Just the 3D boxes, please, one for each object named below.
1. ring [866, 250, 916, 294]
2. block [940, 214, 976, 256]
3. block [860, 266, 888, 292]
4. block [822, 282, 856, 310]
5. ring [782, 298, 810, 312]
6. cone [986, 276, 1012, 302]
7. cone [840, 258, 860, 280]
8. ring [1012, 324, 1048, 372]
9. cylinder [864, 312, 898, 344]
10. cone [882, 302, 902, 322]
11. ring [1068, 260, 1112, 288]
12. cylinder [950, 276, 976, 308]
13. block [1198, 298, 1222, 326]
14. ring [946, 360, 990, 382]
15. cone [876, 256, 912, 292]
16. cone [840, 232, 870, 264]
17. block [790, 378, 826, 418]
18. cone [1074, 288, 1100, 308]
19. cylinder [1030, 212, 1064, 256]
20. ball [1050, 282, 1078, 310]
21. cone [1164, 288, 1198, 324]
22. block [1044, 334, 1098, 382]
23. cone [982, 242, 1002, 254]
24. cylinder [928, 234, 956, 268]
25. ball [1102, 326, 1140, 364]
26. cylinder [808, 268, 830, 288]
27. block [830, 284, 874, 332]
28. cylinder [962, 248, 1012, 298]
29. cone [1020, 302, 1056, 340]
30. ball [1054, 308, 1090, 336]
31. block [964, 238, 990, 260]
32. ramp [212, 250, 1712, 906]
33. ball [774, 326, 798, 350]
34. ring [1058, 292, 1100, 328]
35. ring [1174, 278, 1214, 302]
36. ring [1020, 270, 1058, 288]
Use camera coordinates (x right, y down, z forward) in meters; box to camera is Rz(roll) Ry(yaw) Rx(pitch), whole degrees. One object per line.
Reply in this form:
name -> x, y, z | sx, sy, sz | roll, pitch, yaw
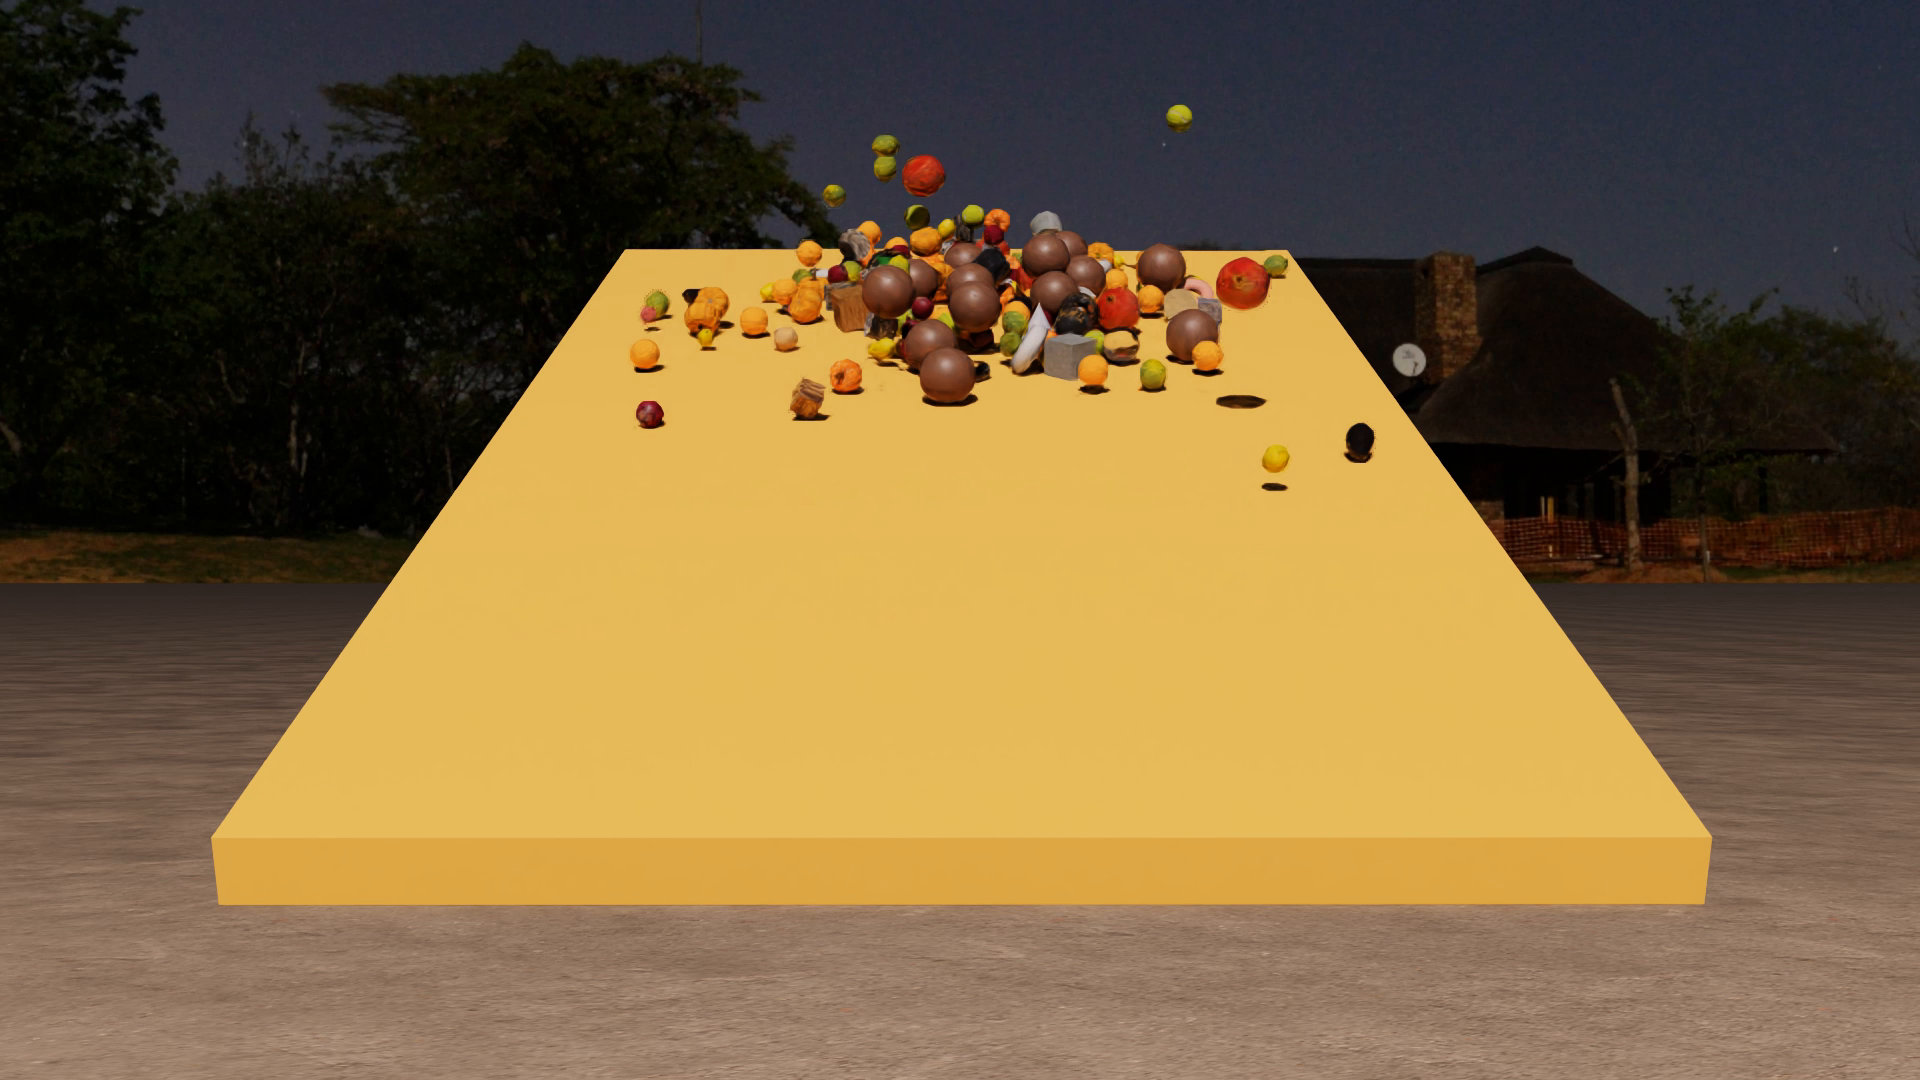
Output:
ring -> -0.190, -0.741, 6.198 | 0.139, 0.139, 0.046 | 0, -25, -6
block -> -0.008, -0.898, 6.618 | 0.074, 0.074, 0.074 | -23, -36, 32
block -> -0.224, -0.678, 5.846 | 0.056, 0.056, 0.056 | -14, -1, 0
block -> -0.317, -0.651, 5.990 | 0.064, 0.064, 0.064 | -20, 20, -38
ring -> -0.439, -0.630, 6.003 | 0.076, 0.025, 0.076 | -4, 21, 2
cone -> 0.086, -0.681, 6.060 | 0.091, 0.091, 0.091 | 0, -6, -16
cone -> -0.302, -0.768, 6.386 | 0.063, 0.063, 0.063 | 7, -4, -28
ring -> 0.165, -0.456, 5.349 | 0.043, 0.130, 0.130 | 31, -3, -3
cylinder -> -0.196, -0.527, 5.560 | 0.066, 0.066, 0.066 | 15, -6, -19
cone -> -0.191, -0.584, 5.857 | 0.061, 0.061, 0.061 | -26, 0, -2
ring -> 0.359, -0.733, 6.222 | 0.136, 0.045, 0.136 | -29, 5, 3
cylinder -> 0.012, -0.672, 6.057 | 0.074, 0.074, 0.074 | 0, 19, 4
block -> 0.652, -0.597, 5.859 | 0.059, 0.059, 0.059 | 2, 19, 5
ring -> 0.021, -0.400, 5.308 | 0.106, 0.035, 0.106 | -1, 18, 0
cone -> -0.188, -0.719, 6.109 | 0.097, 0.097, 0.097 | 9, 7, -1
cone -> -0.313, -0.831, 6.402 | 0.092, 0.092, 0.092 | 0, 4, -22
block -> -0.335, -0.312, 4.937 | 0.055, 0.055, 0.055 | 21, -40, -18
cone -> 0.301, -0.607, 5.915 | 0.094, 0.094, 0.094 | 1, -14, -41
cylinder -> 0.261, -0.917, 6.712 | 0.094, 0.094, 0.094 | 0, 40, -5
ball -> 0.280, -0.652, 5.993 | 0.077, 0.077, 0.077 | 0, -1, 0
cone -> 0.562, -0.601, 5.897 | 0.096, 0.096, 0.096 | 0, -9, -17
block -> 0.262, -0.434, 5.327 | 0.088, 0.088, 0.088 | -17, 25, -42
cone -> 0.094, -0.816, 6.256 | 0.059, 0.059, 0.059 | 0, -19, -15
cylinder -> -0.054, -0.840, 6.543 | 0.083, 0.083, 0.083 | 0, 19, 0
ball -> 0.390, -0.471, 5.435 | 0.091, 0.091, 0.091 | 0, -1, 0
cylinder -> -0.392, -0.731, 6.264 | 0.052, 0.052, 0.052 | -3, -1, 8
block -> -0.275, -0.598, 5.790 | 0.090, 0.090, 0.090 | -14, 21, -12
cylinder -> 0.069, -0.700, 5.892 | 0.094, 0.094, 0.094 | -45, 20, -23
cone -> 0.199, -0.554, 5.675 | 0.094, 0.094, 0.094 | 0, 19, 0
ball -> 0.280, -0.533, 5.592 | 0.090, 0.090, 0.090 | 0, -1, 0
block -> 0.050, -0.863, 6.660 | 0.053, 0.053, 0.053 | -11, 22, -30
ramp -> -0.004, -0.193, 4.903 | 2.000, 0.100, 4.000 | 0, 19, 0
ball -> -0.432, -0.499, 5.560 | 0.061, 0.061, 0.061 | 0, -1, 0
ring -> 0.302, -0.577, 5.702 | 0.105, 0.105, 0.035 | 0, -7, 9
ring -> 0.623, -0.656, 6.003 | 0.112, 0.112, 0.037 | 0, -37, -6
ring -> 0.220, -0.733, 6.295 | 0.108, 0.036, 0.108 | 3, 19, -1
